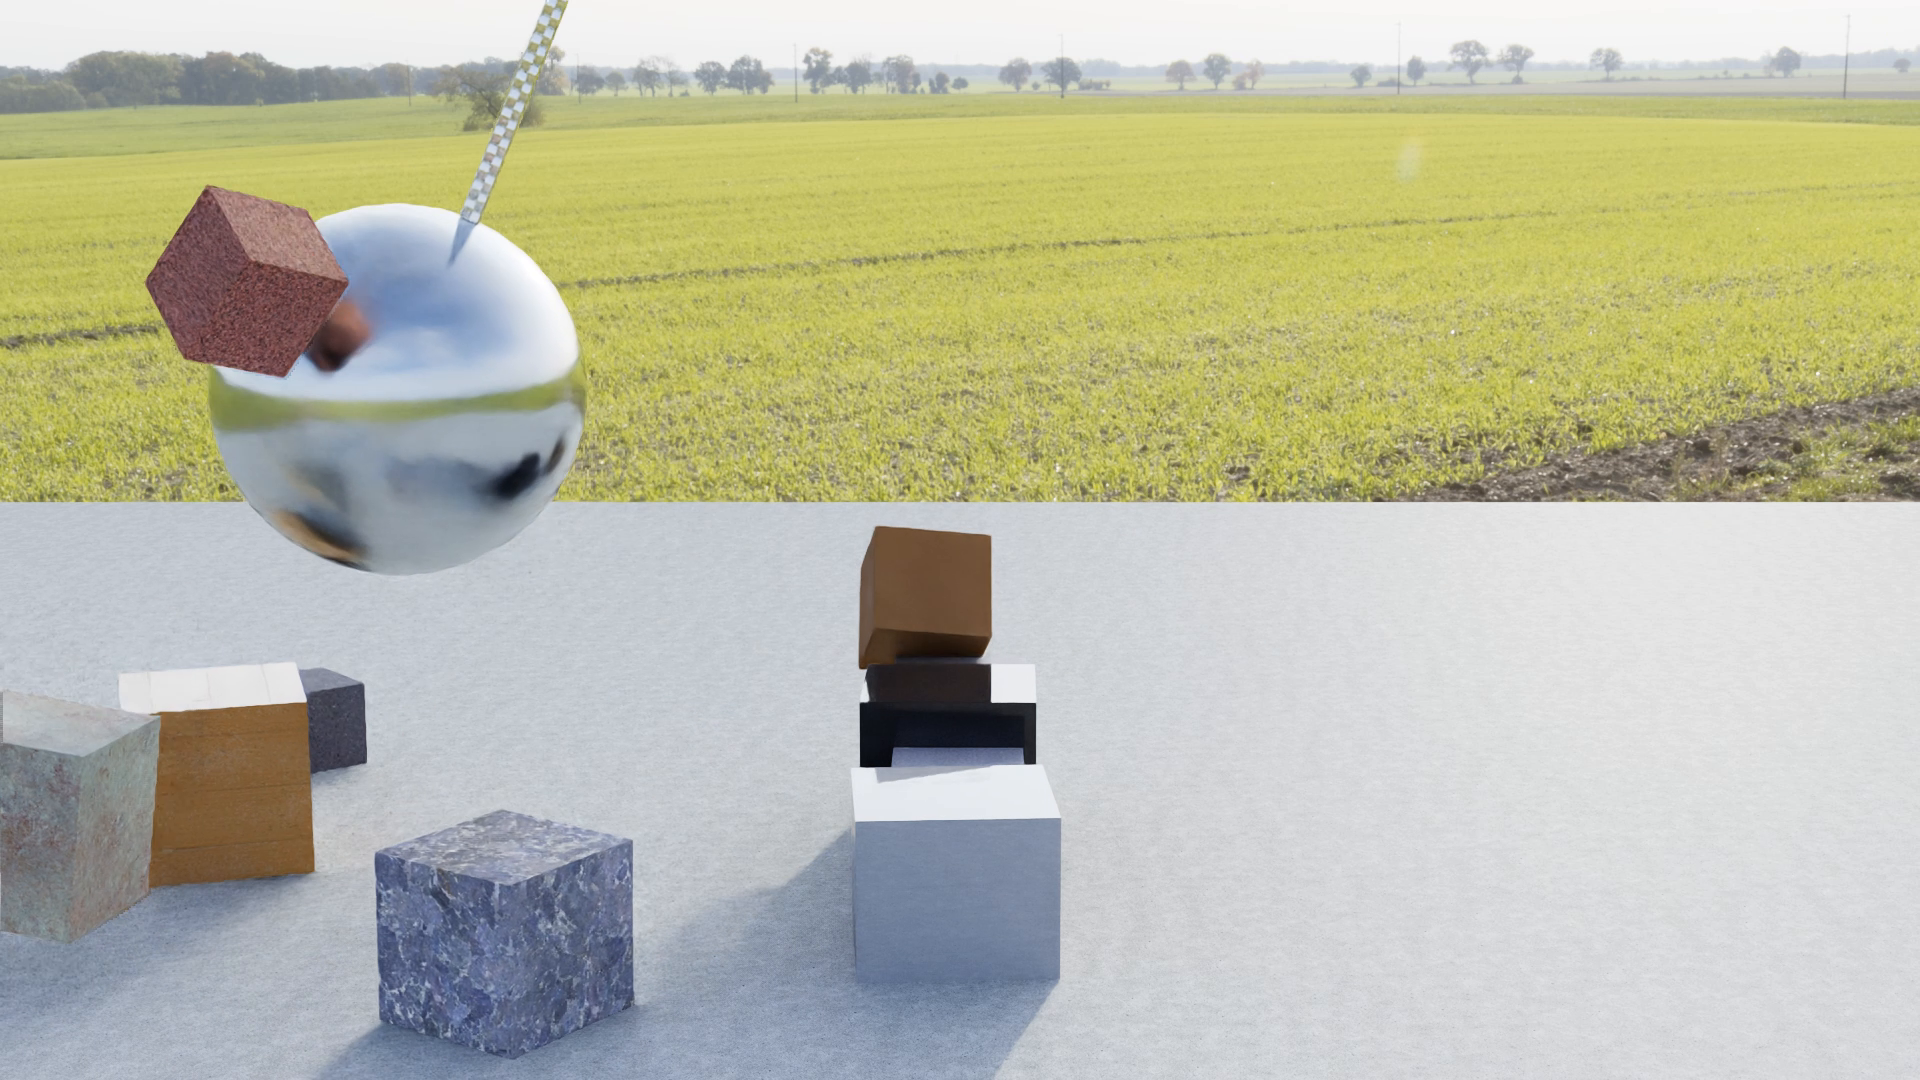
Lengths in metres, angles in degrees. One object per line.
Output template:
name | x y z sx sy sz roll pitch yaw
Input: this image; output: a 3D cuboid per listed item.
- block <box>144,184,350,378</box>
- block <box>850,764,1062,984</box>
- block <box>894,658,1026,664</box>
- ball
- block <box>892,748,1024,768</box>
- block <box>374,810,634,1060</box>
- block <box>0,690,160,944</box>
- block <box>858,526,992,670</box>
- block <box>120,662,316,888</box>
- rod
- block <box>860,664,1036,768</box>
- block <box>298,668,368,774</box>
block | -2.758 -0.995 9.915 0.461 0.505 0.444 10 37 -51
block | -0.030 1.337 10.377 0.800 0.657 0.778 -1 10 -4
block | 0.000 0.964 12.433 0.650 0.656 0.666 0 10 0
ball | -2.412 -0.646 11.063 1.600 1.600 1.600 0 10 0
block | -0.009 1.249 11.082 0.571 0.577 0.570 0 10 0
block | -1.705 1.465 9.642 0.669 0.657 0.671 8 13 33
block | -3.641 1.071 10.082 0.692 0.743 0.655 9 11 7
block | -0.176 0.310 12.775 0.579 0.549 0.517 5 -26 -10
block | -3.371 1.048 11.621 0.784 0.781 0.815 -3 11 -18
rod | -1.045 -3.709 10.506 0.080 5.200 0.080 23 9 -4
block | -0.046 1.031 11.718 0.779 0.780 0.739 0 10 1
block | -3.392 0.937 13.233 0.472 0.422 0.480 -9 13 -39
